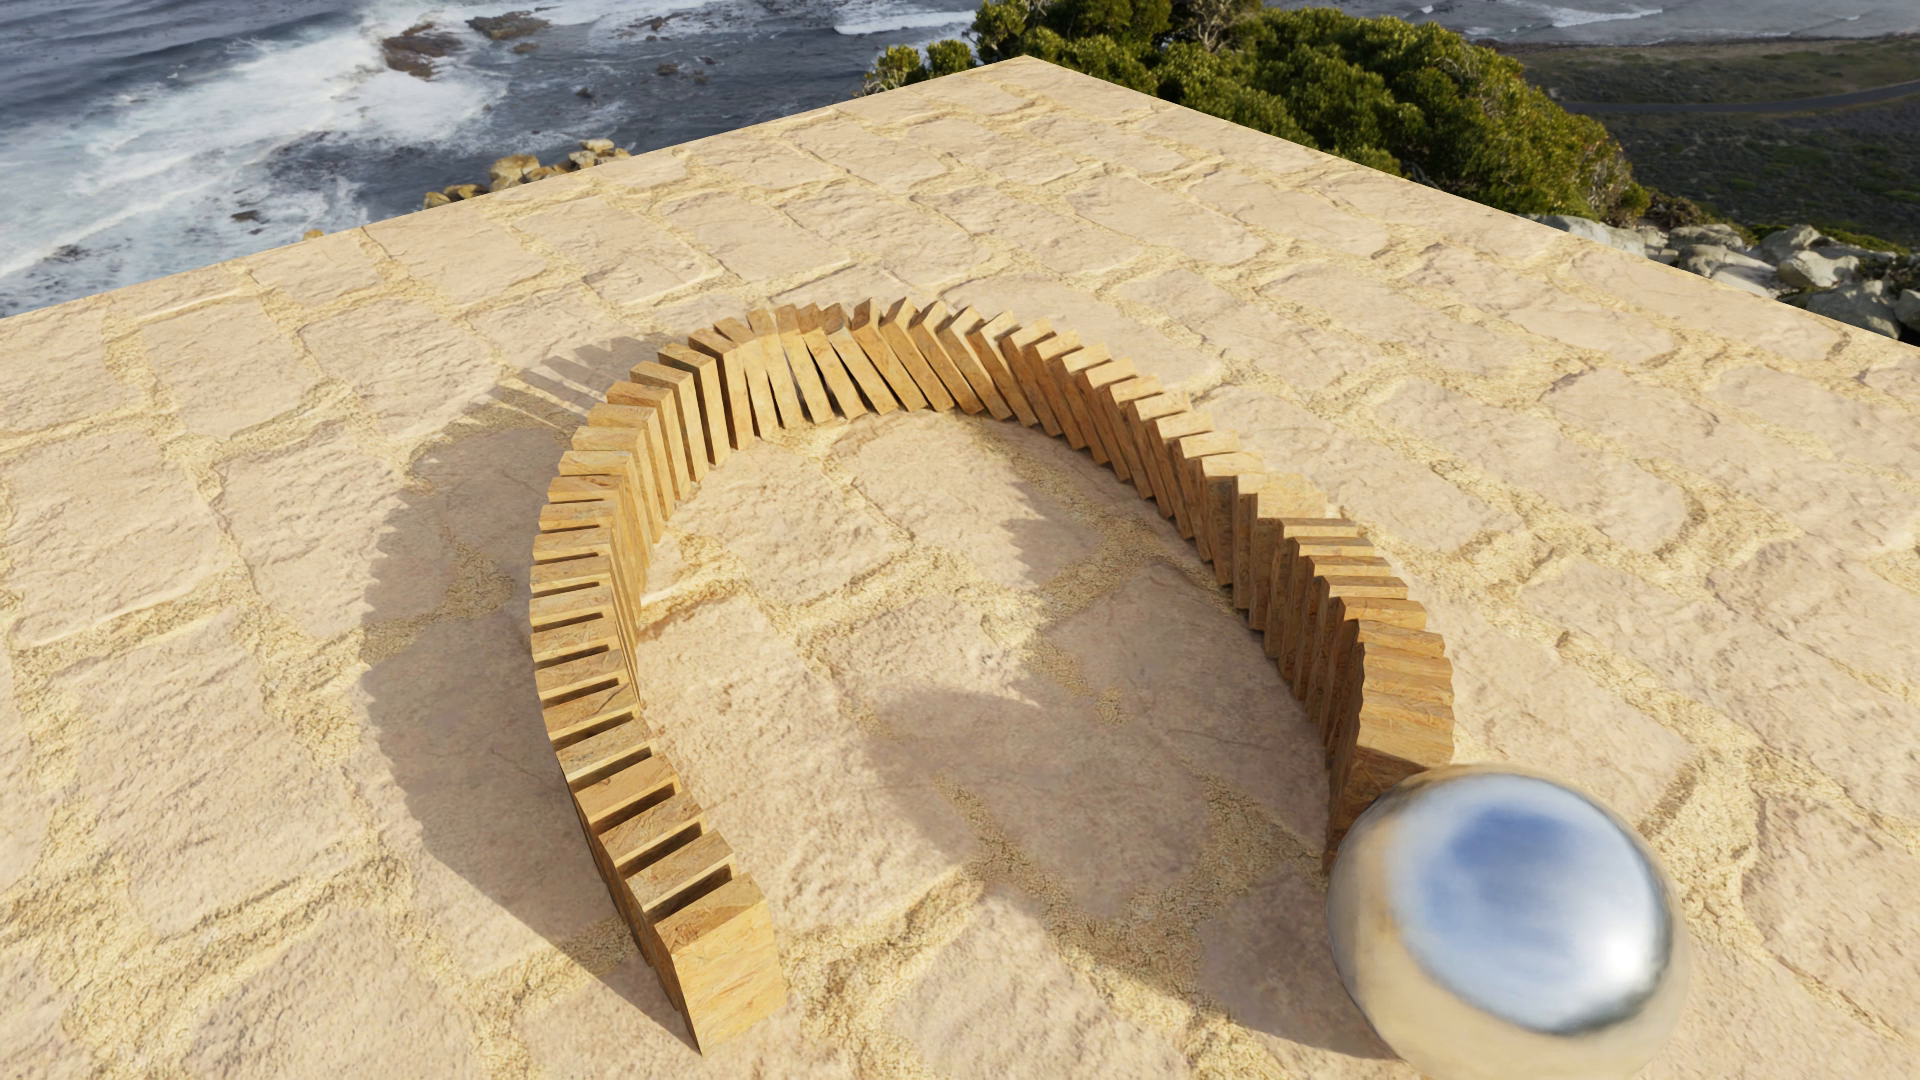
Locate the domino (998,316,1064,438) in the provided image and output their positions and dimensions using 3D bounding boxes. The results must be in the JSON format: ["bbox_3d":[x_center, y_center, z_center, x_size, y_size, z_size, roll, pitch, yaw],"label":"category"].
[{"bbox_3d":[0.041,-0.075,0.509,0.025,0.050,0.010,-33,7,-33],"label":"domino"}]

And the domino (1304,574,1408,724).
[{"bbox_3d":[0.131,0.037,0.366,0.025,0.050,0.009,1,20,2],"label":"domino"}]

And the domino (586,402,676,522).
[{"bbox_3d":[-0.134,-0.031,0.450,0.025,0.050,0.010,6,40,7],"label":"domino"}]

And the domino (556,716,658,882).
[{"bbox_3d":[-0.098,0.076,0.319,0.025,0.050,0.009,-22,44,-24],"label":"domino"}]

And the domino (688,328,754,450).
[{"bbox_3d":[-0.107,-0.067,0.494,0.025,0.050,0.009,30,48,31],"label":"domino"}]

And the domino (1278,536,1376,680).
[{"bbox_3d":[0.127,0.024,0.382,0.025,0.050,0.009,1,19,1],"label":"domino"}]

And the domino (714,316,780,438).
[{"bbox_3d":[-0.097,-0.074,0.501,0.010,0.050,0.025,-29,47,-24],"label":"domino"}]

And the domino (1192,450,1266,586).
[{"bbox_3d":[0.110,-0.009,0.430,0.025,0.010,0.050,-8,80,-10],"label":"domino"}]

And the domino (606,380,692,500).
[{"bbox_3d":[-0.130,-0.041,0.462,0.025,0.050,0.009,10,40,12],"label":"domino"}]

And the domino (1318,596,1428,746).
[{"bbox_3d":[0.134,0.044,0.358,0.025,0.050,0.009,4,20,4],"label":"domino"}]

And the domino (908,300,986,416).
[{"bbox_3d":[-0.003,-0.086,0.520,0.010,0.050,0.025,-22,26,35],"label":"domino"}]

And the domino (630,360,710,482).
[{"bbox_3d":[-0.125,-0.051,0.473,0.025,0.050,0.010,17,42,19],"label":"domino"}]

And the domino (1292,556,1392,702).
[{"bbox_3d":[0.129,0.030,0.374,0.025,0.050,0.009,1,19,2],"label":"domino"}]

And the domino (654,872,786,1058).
[{"bbox_3d":[-0.060,0.108,0.279,0.025,0.050,0.009,-25,46,-27],"label":"domino"}]

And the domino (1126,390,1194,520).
[{"bbox_3d":[0.091,-0.036,0.464,0.025,0.009,0.050,-15,83,-18],"label":"domino"}]

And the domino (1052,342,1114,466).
[{"bbox_3d":[0.063,-0.061,0.493,0.025,0.009,0.050,-24,89,-27],"label":"domino"}]

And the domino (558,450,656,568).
[{"bbox_3d":[-0.136,-0.011,0.425,0.025,0.050,0.010,0,39,0],"label":"domino"}]

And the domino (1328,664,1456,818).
[{"bbox_3d":[0.130,0.064,0.333,0.025,0.050,0.009,11,20,13],"label":"domino"}]

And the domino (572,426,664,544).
[{"bbox_3d":[-0.135,-0.021,0.437,0.025,0.050,0.009,2,39,3],"label":"domino"}]

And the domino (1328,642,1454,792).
[{"bbox_3d":[0.132,0.058,0.340,0.025,0.050,0.010,11,20,13],"label":"domino"}]

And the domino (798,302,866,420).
[{"bbox_3d":[-0.060,-0.083,0.513,0.010,0.050,0.025,-24,41,5],"label":"domino"}]

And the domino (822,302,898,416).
[{"bbox_3d":[-0.047,-0.085,0.516,0.010,0.050,0.025,-28,40,8],"label":"domino"}]

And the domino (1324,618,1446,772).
[{"bbox_3d":[0.134,0.052,0.348,0.025,0.050,0.010,11,20,13],"label":"domino"}]

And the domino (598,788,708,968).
[{"bbox_3d":[-0.079,0.092,0.299,0.025,0.050,0.009,-26,46,-28],"label":"domino"}]

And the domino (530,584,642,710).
[{"bbox_3d":[-0.123,0.039,0.364,0.025,0.050,0.010,-11,41,-13],"label":"domino"}]

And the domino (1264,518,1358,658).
[{"bbox_3d":[0.124,0.017,0.390,0.025,0.050,0.009,1,19,1],"label":"domino"}]

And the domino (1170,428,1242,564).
[{"bbox_3d":[0.104,-0.018,0.442,0.025,0.009,0.050,-11,80,-13],"label":"domino"}]

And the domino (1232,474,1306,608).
[{"bbox_3d":[0.117,0.000,0.415,0.025,0.050,0.009,-1,0,-1],"label":"domino"}]

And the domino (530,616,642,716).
[{"bbox_3d":[-0.118,0.048,0.352,0.025,0.050,0.009,-13,41,-15],"label":"domino"}]

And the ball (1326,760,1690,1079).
[{"bbox_3d":[0.132,0.095,0.271,0.080,0.080,0.080,0,39,0],"label":"ball"}]

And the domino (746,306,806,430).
[{"bbox_3d":[-0.085,-0.079,0.507,0.009,0.050,0.025,-20,43,-10],"label":"domino"}]

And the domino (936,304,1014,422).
[{"bbox_3d":[0.012,-0.083,0.518,0.009,0.050,0.025,-23,22,40],"label":"domino"}]

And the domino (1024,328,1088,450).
[{"bbox_3d":[0.052,-0.069,0.501,0.025,0.050,0.010,-29,3,-30],"label":"domino"}]

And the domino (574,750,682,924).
[{"bbox_3d":[-0.089,0.084,0.309,0.025,0.050,0.009,-24,45,-27],"label":"domino"}]

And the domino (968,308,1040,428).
[{"bbox_3d":[0.027,-0.080,0.514,0.009,0.050,0.025,-22,16,48],"label":"domino"}]

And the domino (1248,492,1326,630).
[{"bbox_3d":[0.121,0.008,0.406,0.025,0.050,0.010,1,0,-1],"label":"domino"}]

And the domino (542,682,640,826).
[{"bbox_3d":[-0.106,0.067,0.330,0.025,0.050,0.009,-18,42,-20],"label":"domino"}]

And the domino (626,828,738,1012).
[{"bbox_3d":[-0.070,0.100,0.289,0.025,0.050,0.009,-27,46,-29],"label":"domino"}]

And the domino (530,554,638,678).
[{"bbox_3d":[-0.128,0.029,0.376,0.025,0.050,0.010,-9,40,-11],"label":"domino"}]

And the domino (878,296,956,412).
[{"bbox_3d":[-0.017,-0.088,0.521,0.010,0.050,0.025,-21,30,29],"label":"domino"}]

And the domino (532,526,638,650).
[{"bbox_3d":[-0.131,0.019,0.388,0.025,0.050,0.010,-7,40,-9],"label":"domino"}]

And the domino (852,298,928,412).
[{"bbox_3d":[-0.032,-0.087,0.519,0.009,0.050,0.025,-25,36,18],"label":"domino"}]

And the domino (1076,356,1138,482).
[{"bbox_3d":[0.073,-0.053,0.484,0.025,0.010,0.050,-22,87,-24],"label":"domino"}]

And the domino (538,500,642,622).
[{"bbox_3d":[-0.134,0.009,0.400,0.025,0.050,0.010,-5,40,-6],"label":"domino"}]

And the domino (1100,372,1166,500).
[{"bbox_3d":[0.082,-0.045,0.474,0.025,0.010,0.050,-19,85,-22],"label":"domino"}]

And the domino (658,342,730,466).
[{"bbox_3d":[-0.117,-0.059,0.484,0.025,0.050,0.010,23,45,26],"label":"domino"}]

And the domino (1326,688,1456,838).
[{"bbox_3d":[0.126,0.071,0.325,0.025,0.050,0.010,11,20,13],"label":"domino"}]

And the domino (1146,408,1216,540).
[{"bbox_3d":[0.097,-0.027,0.453,0.025,0.010,0.050,-14,82,-16],"label":"domino"}]

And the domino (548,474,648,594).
[{"bbox_3d":[-0.135,-0.001,0.413,0.025,0.050,0.010,-2,39,-3],"label":"domino"}]

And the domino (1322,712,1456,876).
[{"bbox_3d":[0.123,0.077,0.318,0.025,0.050,0.010,11,20,13],"label":"domino"}]

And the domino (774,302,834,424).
[{"bbox_3d":[-0.072,-0.082,0.511,0.010,0.050,0.025,-19,41,0],"label":"domino"}]

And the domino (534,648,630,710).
[{"bbox_3d":[-0.112,0.058,0.341,0.025,0.050,0.009,-15,42,-18],"label":"domino"}]
